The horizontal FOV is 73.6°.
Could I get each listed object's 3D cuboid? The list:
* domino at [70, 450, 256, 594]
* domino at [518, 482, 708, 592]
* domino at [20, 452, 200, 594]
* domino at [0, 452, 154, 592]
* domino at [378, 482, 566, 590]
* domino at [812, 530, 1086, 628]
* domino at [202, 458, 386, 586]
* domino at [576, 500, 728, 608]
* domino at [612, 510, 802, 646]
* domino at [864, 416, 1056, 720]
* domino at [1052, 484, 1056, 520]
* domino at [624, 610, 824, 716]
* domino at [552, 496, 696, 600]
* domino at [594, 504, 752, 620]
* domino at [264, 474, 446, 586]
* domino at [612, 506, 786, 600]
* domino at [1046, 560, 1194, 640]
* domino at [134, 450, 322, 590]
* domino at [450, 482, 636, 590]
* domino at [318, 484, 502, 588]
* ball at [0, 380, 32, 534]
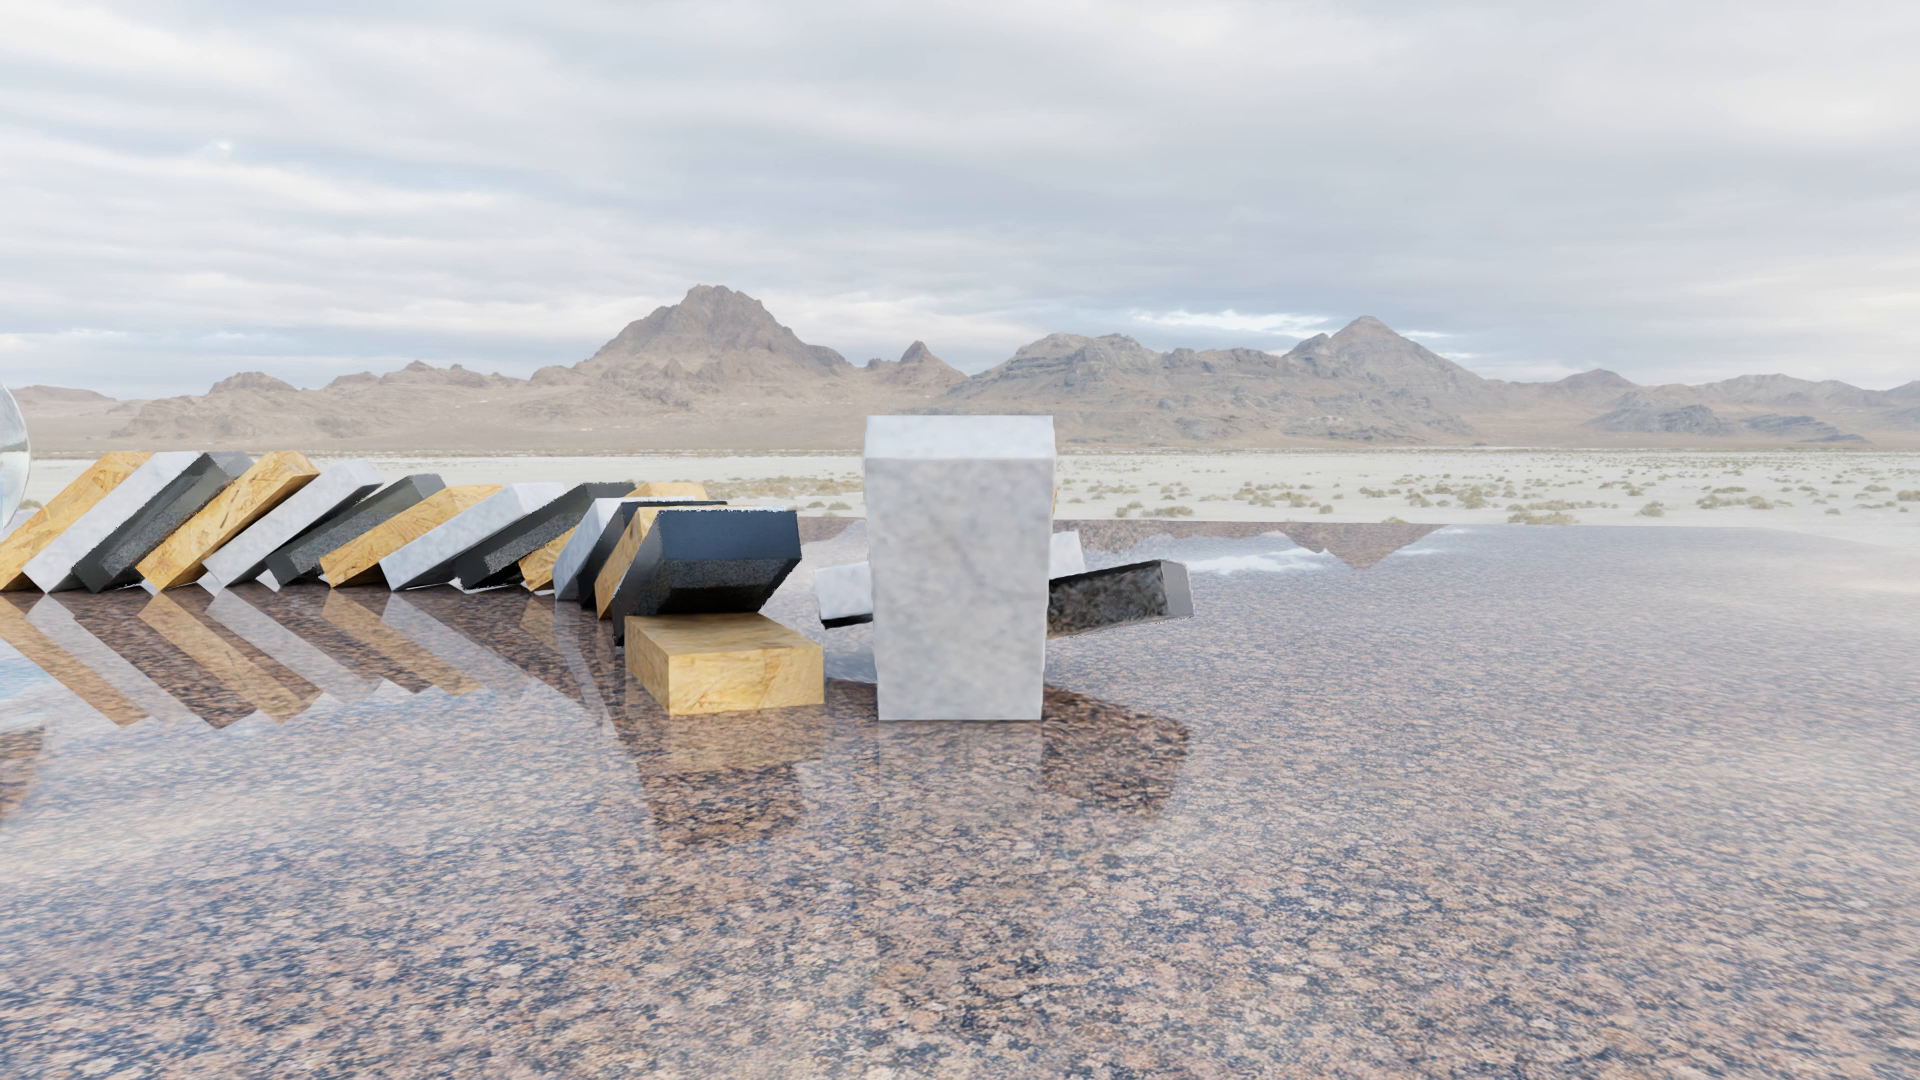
[{"bbox_3d":[-0.232,-0.006,0.377,0.050,0.009,0.025,-42,8,-2],"label":"domino"},{"bbox_3d":[-0.098,-0.001,0.365,0.050,0.009,0.025,-28,-9,21],"label":"domino"},{"bbox_3d":[-0.247,-0.006,0.378,0.050,0.010,0.025,-42,8,-3],"label":"domino"},{"bbox_3d":[-0.261,-0.006,0.379,0.050,0.009,0.025,-42,8,-3],"label":"domino"},{"bbox_3d":[-0.141,-0.001,0.375,0.050,0.009,0.025,-27,-4,15],"label":"domino"},{"bbox_3d":[-0.003,0.008,0.250,0.050,0.010,0.025,-8,-7,-4],"label":"domino"},{"bbox_3d":[-0.204,-0.006,0.394,0.050,0.009,0.025,-38,9,-5],"label":"domino"},{"bbox_3d":[-0.076,0.004,0.317,0.025,0.009,0.050,-2,-20,-29],"label":"domino"},{"bbox_3d":[-0.051,0.008,0.250,0.025,0.010,0.050,0,-21,-25],"label":"domino"},{"bbox_3d":[0.000,0.006,0.186,0.025,0.050,0.010,0,40,0],"label":"domino"},{"bbox_3d":[0.000,0.006,0.204,0.025,0.050,0.009,0,49,-3],"label":"domino"},{"bbox_3d":[-0.043,0.021,0.229,0.025,0.009,0.050,-2,5,-22],"label":"domino"},{"bbox_3d":[-0.089,0.003,0.337,0.025,0.009,0.050,-3,-19,-31],"label":"domino"},{"bbox_3d":[-0.067,0.006,0.296,0.025,0.009,0.050,-2,-19,-28],"label":"domino"},{"bbox_3d":[-0.185,-0.004,0.396,0.050,0.009,0.025,-30,5,0],"label":"domino"},{"bbox_3d":[-0.056,0.007,0.274,0.025,0.009,0.050,-2,-20,-28],"label":"domino"},{"bbox_3d":[0.016,0.013,0.237,0.050,0.010,0.025,-11,-7,19],"label":"domino"},{"bbox_3d":[-0.218,-0.006,0.384,0.050,0.009,0.025,-42,9,-4],"label":"domino"},{"bbox_3d":[-0.119,-0.001,0.372,0.050,0.009,0.025,-27,-6,17],"label":"domino"},{"bbox_3d":[-0.163,-0.001,0.385,0.050,0.009,0.025,-26,-3,15],"label":"domino"},{"bbox_3d":[-0.310,-0.024,0.360,0.080,0.080,0.080,0,4,0],"label":"ball"}]
